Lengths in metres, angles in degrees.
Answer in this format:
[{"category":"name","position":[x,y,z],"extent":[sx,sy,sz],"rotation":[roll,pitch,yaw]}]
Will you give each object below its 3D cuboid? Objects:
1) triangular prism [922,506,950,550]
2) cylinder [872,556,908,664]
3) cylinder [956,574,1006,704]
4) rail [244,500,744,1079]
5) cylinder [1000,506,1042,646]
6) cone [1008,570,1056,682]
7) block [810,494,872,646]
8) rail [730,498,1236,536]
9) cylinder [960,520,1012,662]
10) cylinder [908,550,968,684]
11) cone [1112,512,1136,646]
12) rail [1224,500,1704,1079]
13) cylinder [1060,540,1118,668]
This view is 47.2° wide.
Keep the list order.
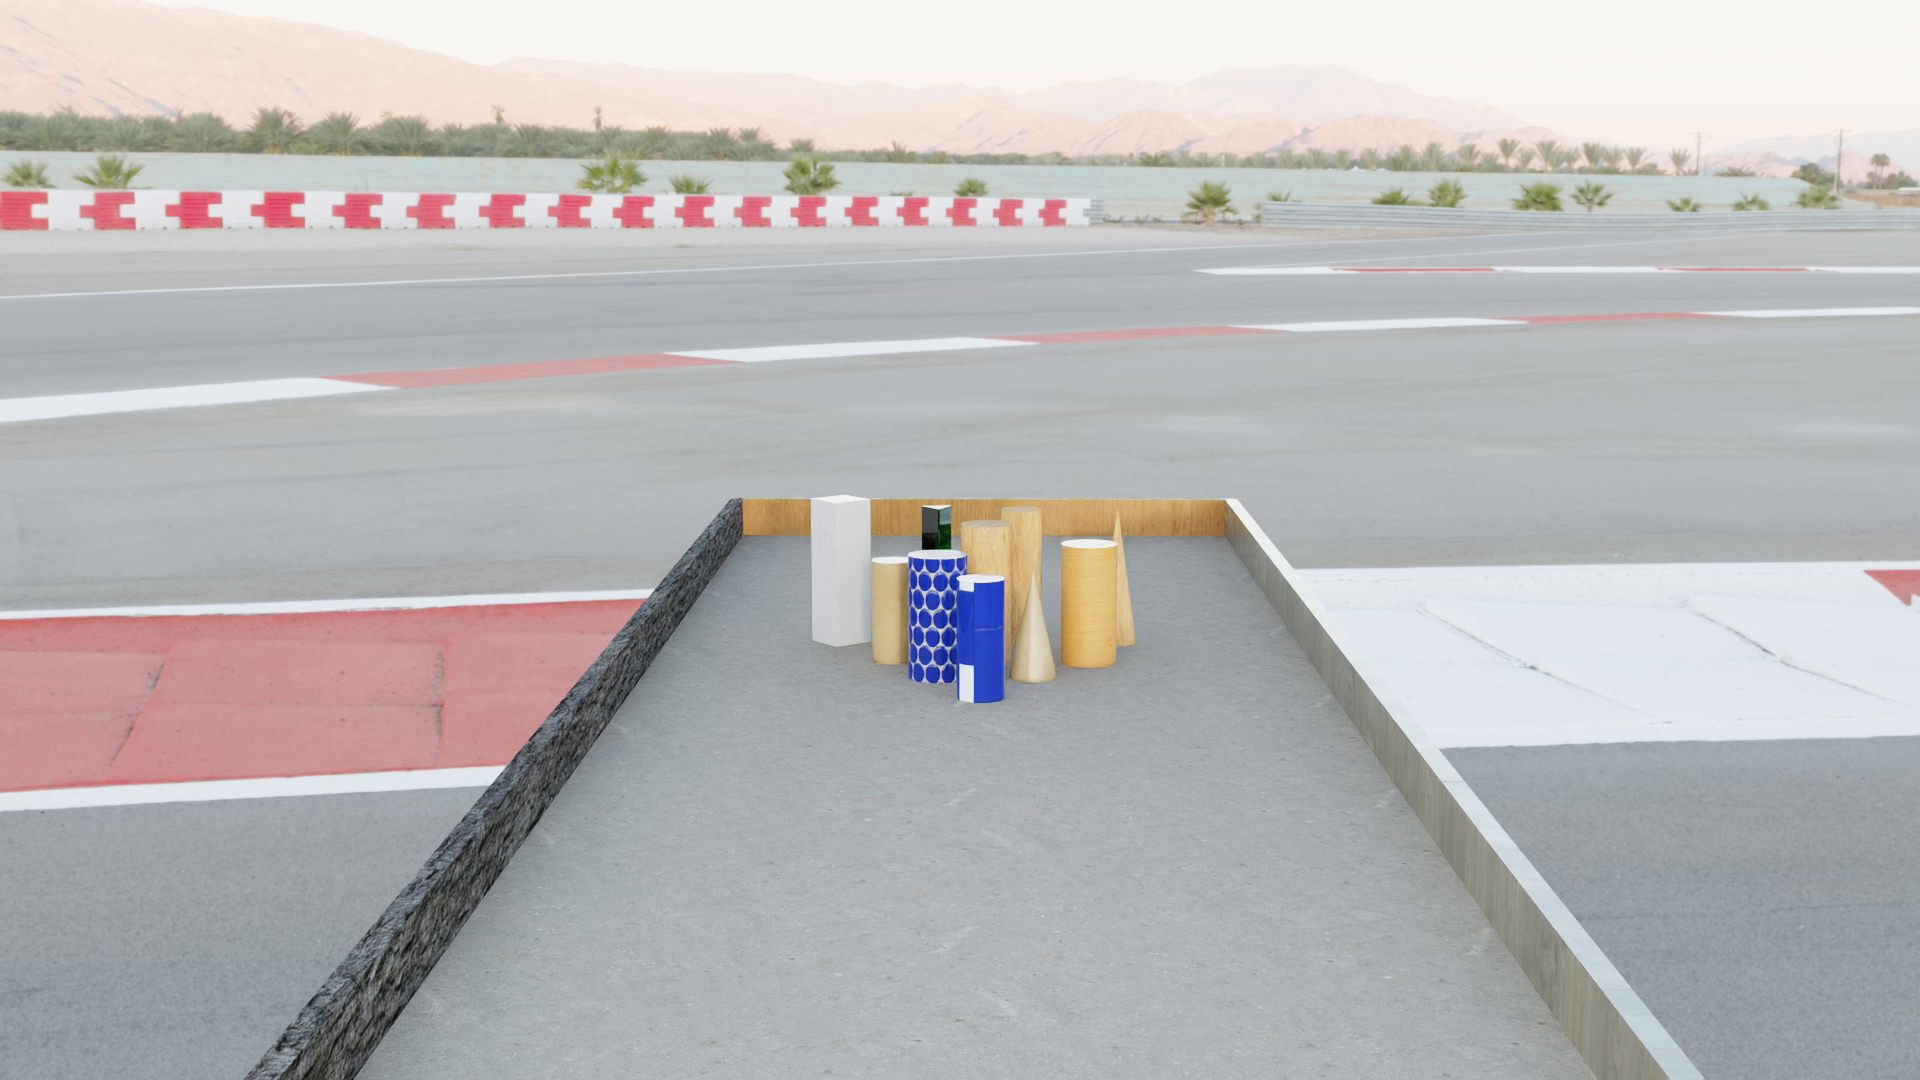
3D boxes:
[{"category":"triangular prism","position":[-0.061,0.107,6.963],"extent":[0.079,0.430,0.092],"rotation":[-6,11,-35]},{"category":"cylinder","position":[-0.206,0.214,6.672],"extent":[0.123,0.310,0.123],"rotation":[0,9,0]},{"category":"cylinder","position":[0.058,0.276,6.177],"extent":[0.135,0.342,0.135],"rotation":[0,9,0]},{"category":"rail","position":[-1.004,0.839,3.234],"extent":[0.050,0.150,12.000],"rotation":[0,9,1]},{"category":"cylinder","position":[0.193,0.113,6.939],"extent":[0.131,0.425,0.131],"rotation":[0,9,0]},{"category":"cone","position":[0.214,0.242,6.443],"extent":[0.144,0.325,0.144],"rotation":[0,9,0]},{"category":"block","position":[-0.376,0.096,6.950],"extent":[0.134,0.455,0.134],"rotation":[-7,11,-38]},{"category":"rail","position":[0.099,-0.098,9.147],"extent":[2.100,0.150,0.050],"rotation":[0,9,1]},{"category":"cylinder","position":[0.079,0.155,6.701],"extent":[0.155,0.415,0.155],"rotation":[0,9,0]},{"category":"cylinder","position":[-0.065,0.222,6.441],"extent":[0.176,0.365,0.176],"rotation":[0,9,0]},{"category":"cone","position":[0.496,0.109,6.937],"extent":[0.126,0.433,0.126],"rotation":[0,9,0]},{"category":"rail","position":[1.046,0.843,3.208],"extent":[0.050,0.150,12.000],"rotation":[0,9,1]},{"category":"cylinder","position":[0.390,0.191,6.647],"extent":[0.169,0.363,0.169],"rotation":[0,9,0]}]
